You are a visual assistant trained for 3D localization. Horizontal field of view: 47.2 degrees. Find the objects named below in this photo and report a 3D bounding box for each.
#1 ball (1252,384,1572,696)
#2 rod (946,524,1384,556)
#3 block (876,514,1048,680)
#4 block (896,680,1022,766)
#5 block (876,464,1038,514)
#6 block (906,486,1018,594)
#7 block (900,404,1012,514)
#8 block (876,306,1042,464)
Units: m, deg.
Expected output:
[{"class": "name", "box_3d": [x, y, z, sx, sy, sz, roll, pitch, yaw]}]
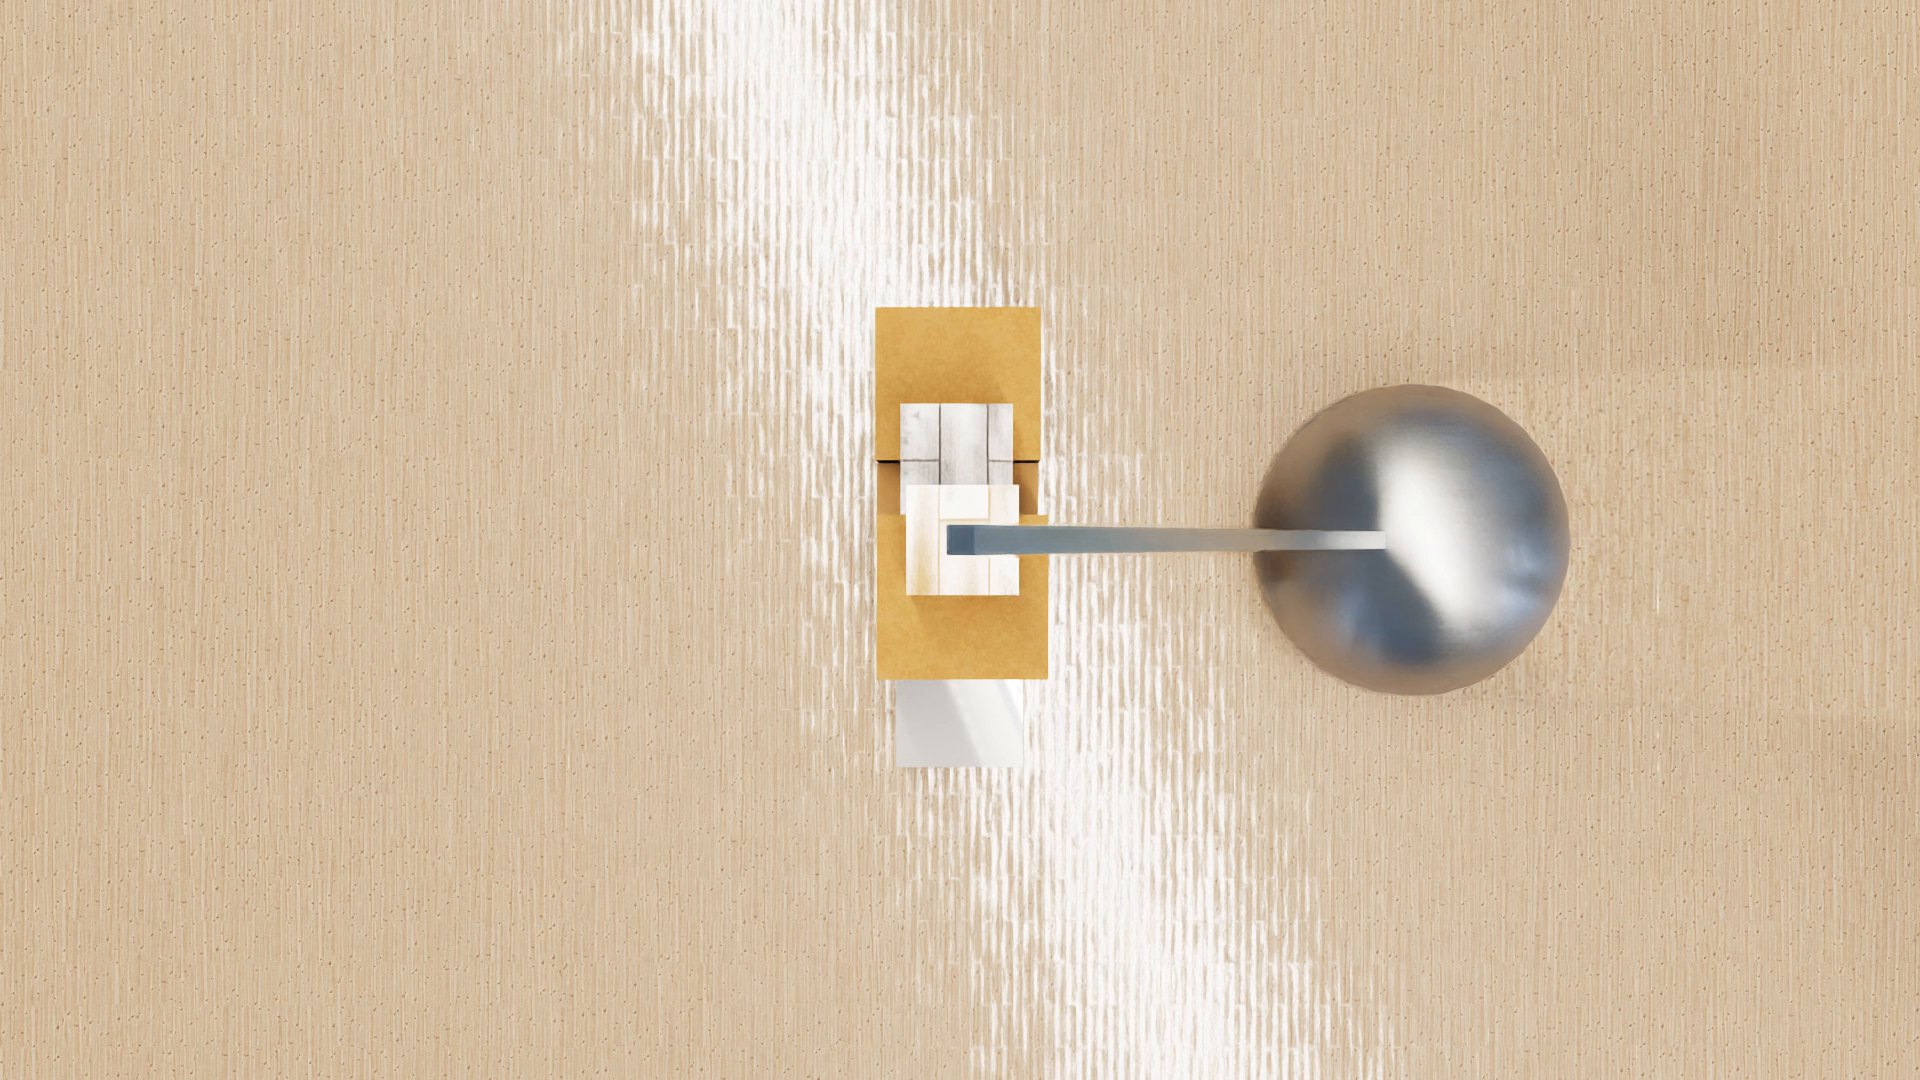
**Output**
[{"class": "ball", "box_3d": [2.295, 0.000, 11.244, 1.600, 1.600, 1.600, 0, 90, 0]}, {"class": "rod", "box_3d": [0.994, 0.000, 8.102, 0.080, 5.200, 0.080, 0, 90, 22]}, {"class": "block", "box_3d": [0.013, 0.296, 11.801, 0.889, 0.855, 0.853, 0, 90, 0]}, {"class": "block", "box_3d": [-0.003, 0.862, 12.677, 0.710, 0.645, 0.826, 0, 90, 0]}, {"class": "block", "box_3d": [-0.015, 0.006, 12.614, 0.897, 0.771, 0.867, 0, 90, 0]}, {"class": "block", "box_3d": [0.013, 0.000, 11.104, 0.553, 0.540, 0.540, 0, 90, 0]}, {"class": "block", "box_3d": [-0.017, -0.427, 11.764, 0.586, 0.513, 0.582, 0, 91, 0]}, {"class": "block", "box_3d": [-0.010, -0.856, 12.510, 0.908, 0.980, 0.837, 0, 90, 0]}]
